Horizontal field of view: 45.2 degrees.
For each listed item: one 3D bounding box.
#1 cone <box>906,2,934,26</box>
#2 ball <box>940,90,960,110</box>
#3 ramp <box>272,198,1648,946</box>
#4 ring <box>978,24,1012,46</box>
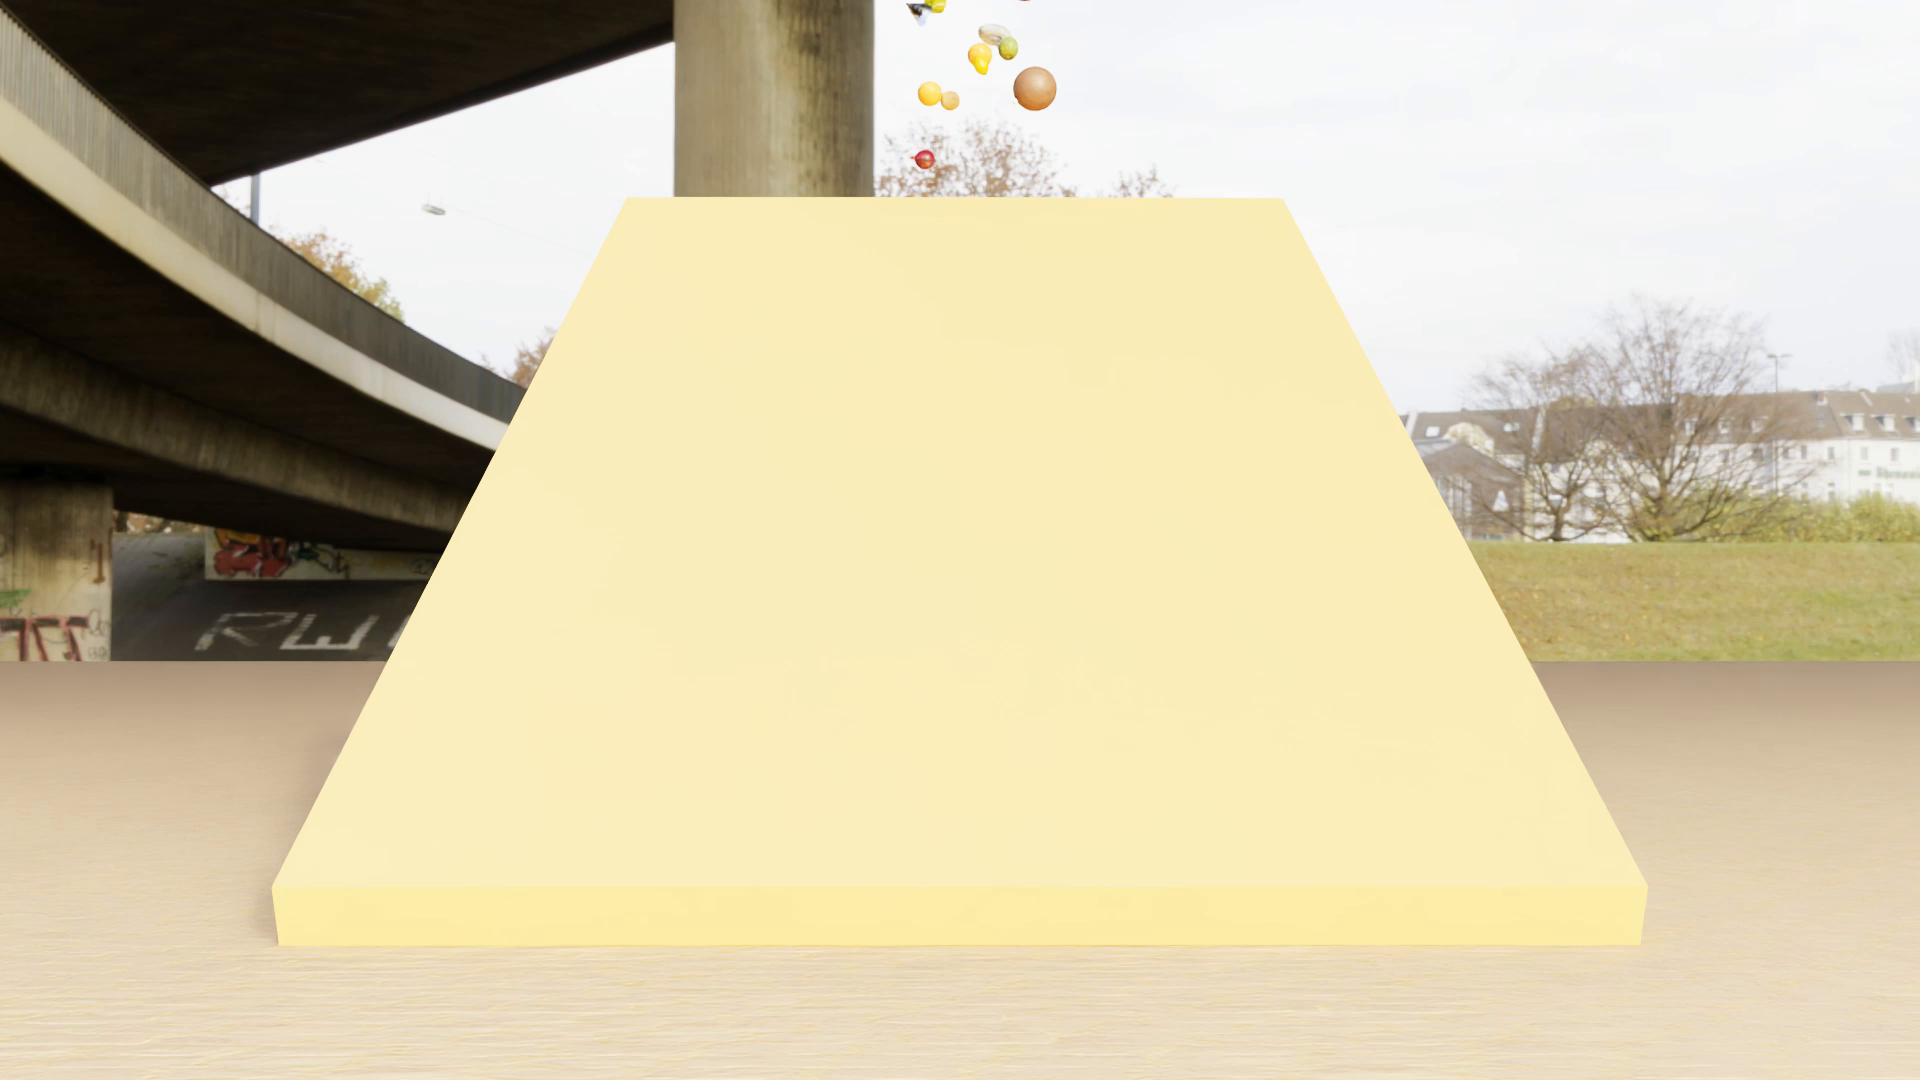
[{"bbox_3d":[-0.126,-1.515,6.590,0.072,0.072,0.072,28,-13,-19],"label":"cone"},{"bbox_3d":[-0.029,-1.277,6.705,0.058,0.058,0.058,0,-3,0],"label":"ball"},{"bbox_3d":[-0.007,-0.225,5.217,2.000,0.100,4.000,0,23,0],"label":"ramp"},{"bbox_3d":[0.106,-1.505,6.879,0.106,0.035,0.106,13,-12,3],"label":"ring"}]
